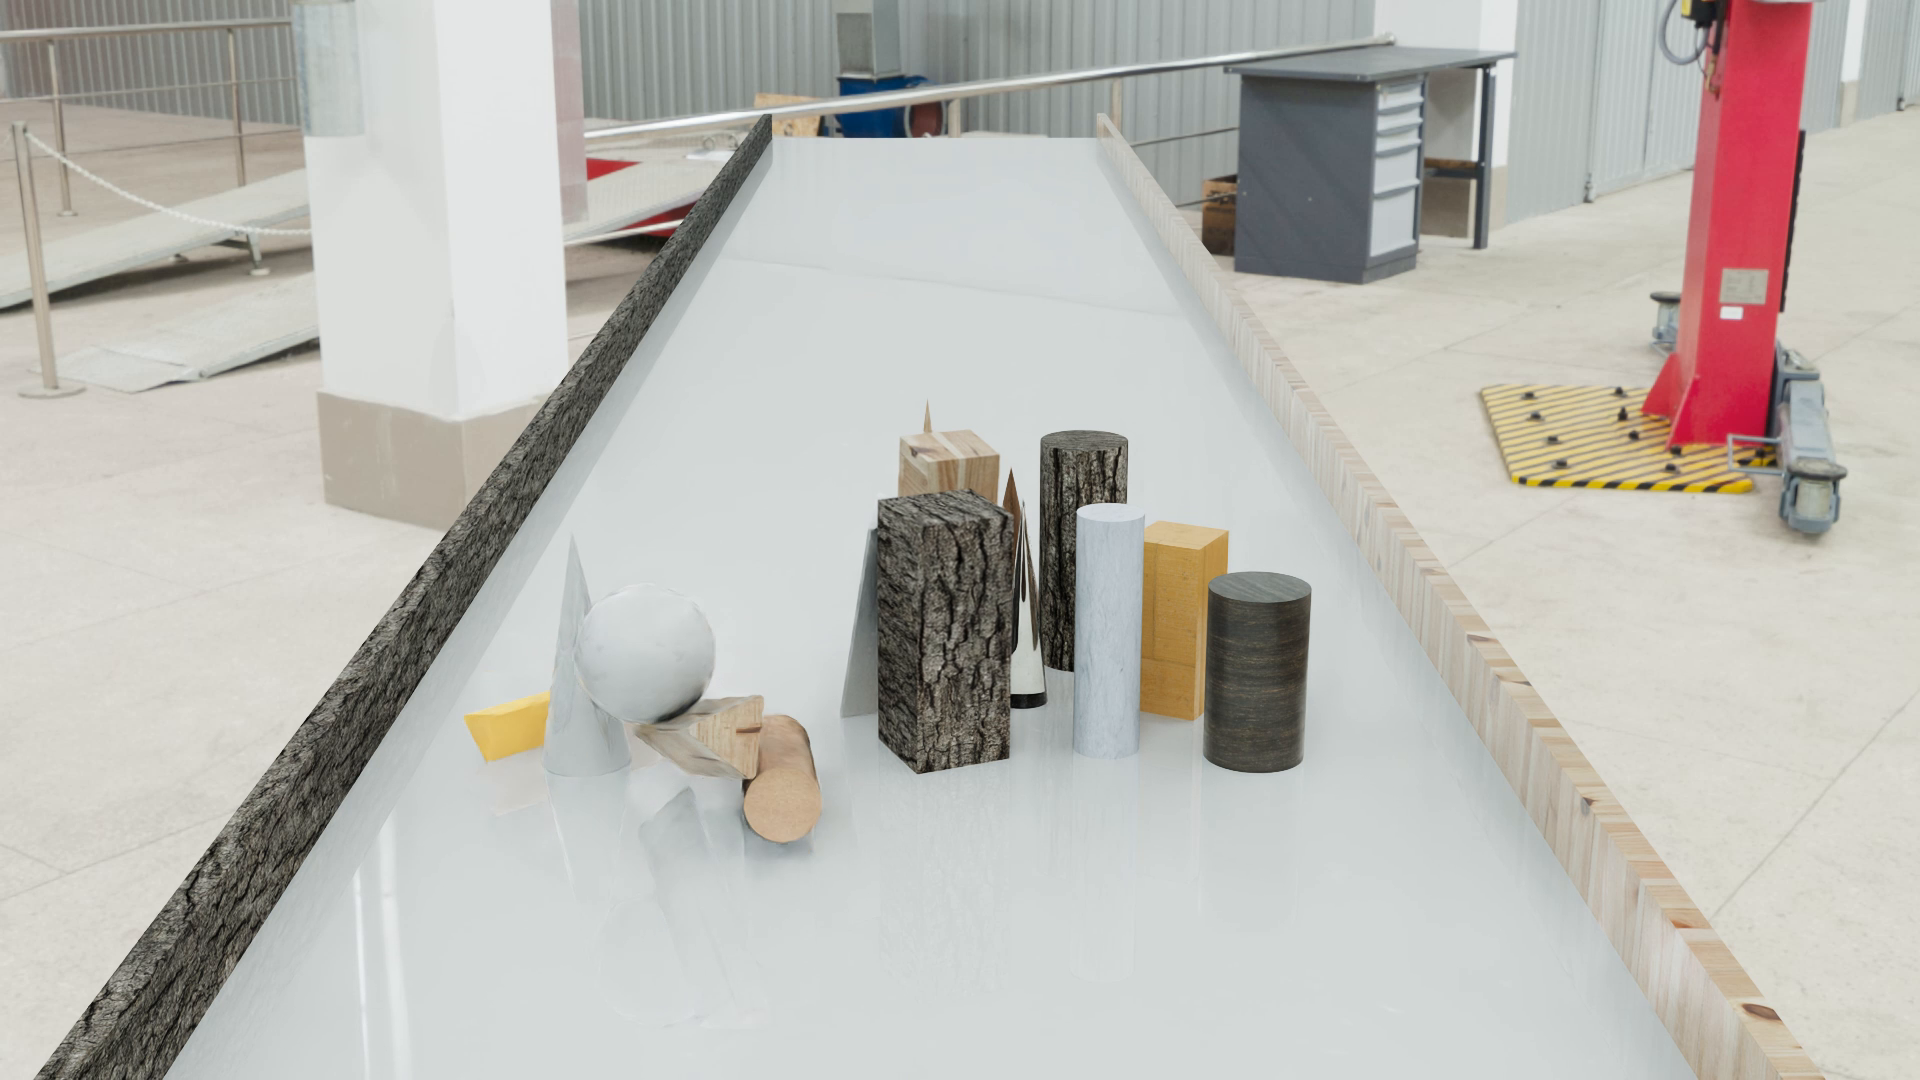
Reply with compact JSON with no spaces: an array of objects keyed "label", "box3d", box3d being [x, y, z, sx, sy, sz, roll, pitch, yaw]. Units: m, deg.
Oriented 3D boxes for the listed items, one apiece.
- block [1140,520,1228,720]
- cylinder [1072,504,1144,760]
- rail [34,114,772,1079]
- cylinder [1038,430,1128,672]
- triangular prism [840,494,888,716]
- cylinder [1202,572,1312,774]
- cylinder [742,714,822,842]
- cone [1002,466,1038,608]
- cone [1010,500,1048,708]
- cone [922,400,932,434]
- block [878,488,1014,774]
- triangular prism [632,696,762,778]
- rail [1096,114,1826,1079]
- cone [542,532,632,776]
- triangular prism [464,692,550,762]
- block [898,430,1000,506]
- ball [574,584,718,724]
[{"label":"block","box3d":[0.406,0.150,4.140,0.144,0.333,0.144,9,19,27]},{"label":"cylinder","box3d":[0.264,0.163,3.907,0.119,0.441,0.119,0,17,0]},{"label":"rail","box3d":[-1.118,-0.838,7.780,0.050,0.150,12.000,0,17,-1]},{"label":"cylinder","box3d":[0.243,0.021,4.364,0.172,0.451,0.172,0,17,0]},{"label":"triangular prism","box3d":[-0.156,0.119,4.056,0.126,0.423,0.109,-7,36,-24]},{"label":"cylinder","box3d":[0.525,0.232,3.893,0.180,0.315,0.180,0,17,0]},{"label":"cylinder","box3d":[-0.298,0.386,3.619,0.121,0.121,0.380,-2,8,-7]},{"label":"cone","box3d":[0.107,0.005,4.623,0.147,0.334,0.147,0,17,0]},{"label":"cone","box3d":[0.118,0.112,4.145,0.102,0.402,0.102,0,17,0]},{"label":"cone","box3d":[-0.071,-0.111,4.862,0.109,0.421,0.109,0,17,0]},{"label":"block","box3d":[-0.028,0.159,3.891,0.179,0.453,0.179,-7,19,-23]},{"label":"triangular prism","box3d":[-0.411,0.305,3.607,0.128,0.111,0.457,39,-16,-12]},{"label":"rail","box3d":[0.932,-0.844,7.801,0.050,0.150,12.000,0,17,-1]},{"label":"cone","box3d":[-0.663,0.182,3.831,0.158,0.436,0.158,0,21,0]},{"label":"triangular prism","box3d":[-0.712,0.295,4.005,0.361,0.085,0.098,-15,66,-42]},{"label":"block","box3d":[-0.030,0.025,4.326,0.148,0.451,0.148,-7,25,-22]},{"label":"ball","box3d":[-0.518,0.187,3.626,0.232,0.232,0.232,0,17,0]}]
